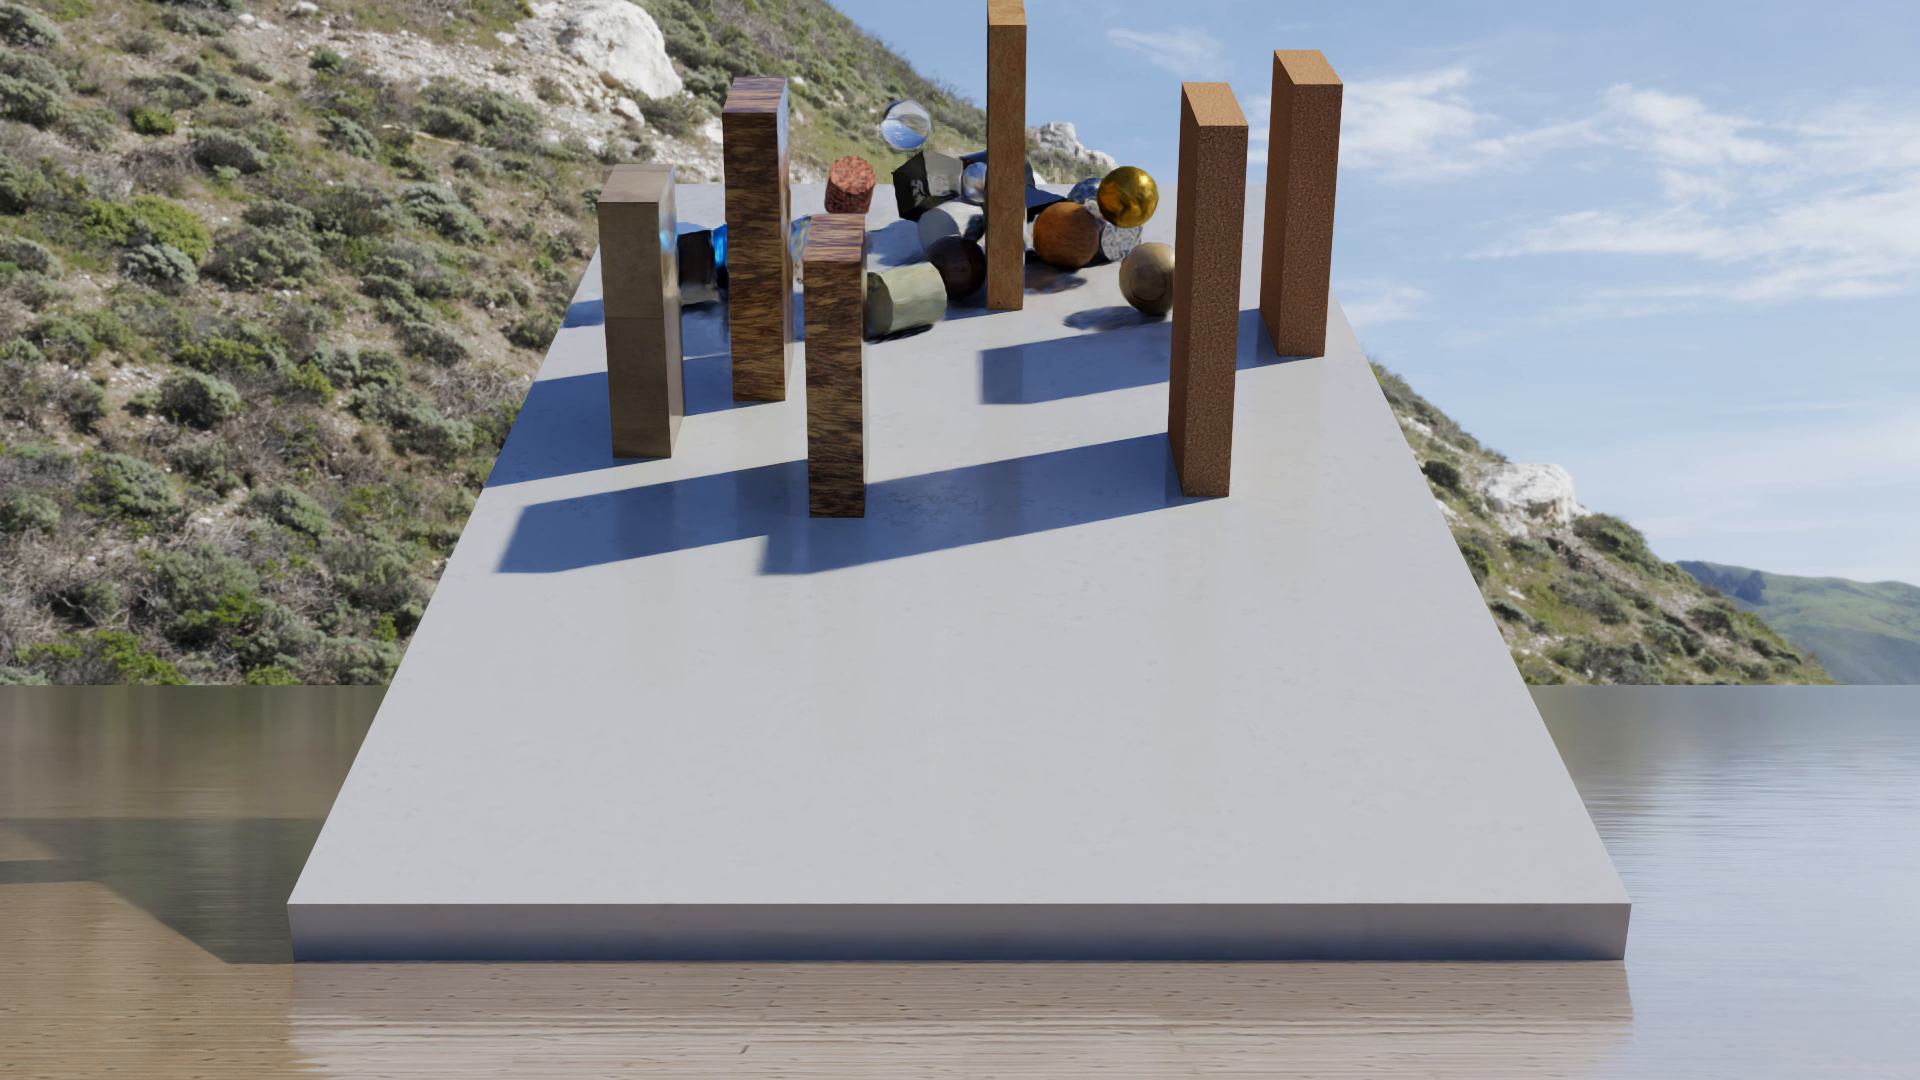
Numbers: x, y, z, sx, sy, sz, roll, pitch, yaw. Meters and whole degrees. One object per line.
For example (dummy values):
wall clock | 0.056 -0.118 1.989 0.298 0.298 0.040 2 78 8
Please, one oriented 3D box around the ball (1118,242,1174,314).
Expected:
ball | 0.498 -0.670 5.949 0.185 0.185 0.185 0 -3 0

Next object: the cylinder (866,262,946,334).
cylinder | -0.143 -0.607 5.835 0.159 0.159 0.159 -16 5 -31

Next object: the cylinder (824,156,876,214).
cylinder | -0.318 -1.012 6.710 0.134 0.134 0.134 1 -29 -11

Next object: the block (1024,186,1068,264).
block | 0.184 -0.871 6.434 0.158 0.158 0.158 -21 32 -39

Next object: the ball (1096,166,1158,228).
ball | 0.447 -0.915 6.209 0.165 0.165 0.165 0 -3 0

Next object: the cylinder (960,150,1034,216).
cylinder | 0.082 -1.035 6.761 0.190 0.190 0.190 -23 13 -41

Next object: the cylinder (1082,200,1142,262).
cylinder | 0.403 -0.852 6.410 0.143 0.143 0.143 3 18 -38

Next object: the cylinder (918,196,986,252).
cylinder | -0.023 -0.866 6.443 0.139 0.139 0.139 -2 19 34

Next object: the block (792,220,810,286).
block | -0.358 -0.705 5.867 0.138 0.138 0.138 35 -1 -27

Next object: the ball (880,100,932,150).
ball | -0.152 -1.165 6.532 0.142 0.142 0.142 0 -3 0

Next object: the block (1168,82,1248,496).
block | 0.515 -0.527 4.887 0.097 0.789 0.373 0 24 0

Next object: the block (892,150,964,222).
block | -0.082 -0.991 6.569 0.143 0.143 0.143 7 -25 -39

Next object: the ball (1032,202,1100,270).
ball | 0.287 -0.823 6.293 0.184 0.184 0.184 0 -3 0

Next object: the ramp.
ramp | -0.008 -0.228 5.306 2.000 0.100 4.000 0 24 0

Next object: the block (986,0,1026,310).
block | 0.116 -1.005 6.026 0.091 0.733 0.376 0 24 0

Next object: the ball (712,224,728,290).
ball | -0.589 -0.742 6.111 0.181 0.181 0.181 0 -3 0

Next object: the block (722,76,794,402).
block | -0.465 -0.702 5.413 0.121 0.677 0.349 0 24 0

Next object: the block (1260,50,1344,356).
block | 0.833 -0.830 5.716 0.114 0.670 0.375 0 24 0

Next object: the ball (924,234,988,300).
ball | -0.013 -0.710 6.057 0.167 0.167 0.167 0 -3 0

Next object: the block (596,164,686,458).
block | -0.692 -0.502 5.089 0.127 0.574 0.303 0 24 0

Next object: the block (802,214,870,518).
block | -0.253 -0.364 4.814 0.112 0.547 0.333 0 24 0

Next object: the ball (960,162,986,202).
ball | 0.053 -0.995 6.481 0.111 0.111 0.111 0 -3 0

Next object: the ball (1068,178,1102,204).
ball | 0.382 -0.938 6.564 0.170 0.170 0.170 0 -3 0

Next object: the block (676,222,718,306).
block | -0.750 -0.710 6.009 0.182 0.182 0.182 -12 19 -26
